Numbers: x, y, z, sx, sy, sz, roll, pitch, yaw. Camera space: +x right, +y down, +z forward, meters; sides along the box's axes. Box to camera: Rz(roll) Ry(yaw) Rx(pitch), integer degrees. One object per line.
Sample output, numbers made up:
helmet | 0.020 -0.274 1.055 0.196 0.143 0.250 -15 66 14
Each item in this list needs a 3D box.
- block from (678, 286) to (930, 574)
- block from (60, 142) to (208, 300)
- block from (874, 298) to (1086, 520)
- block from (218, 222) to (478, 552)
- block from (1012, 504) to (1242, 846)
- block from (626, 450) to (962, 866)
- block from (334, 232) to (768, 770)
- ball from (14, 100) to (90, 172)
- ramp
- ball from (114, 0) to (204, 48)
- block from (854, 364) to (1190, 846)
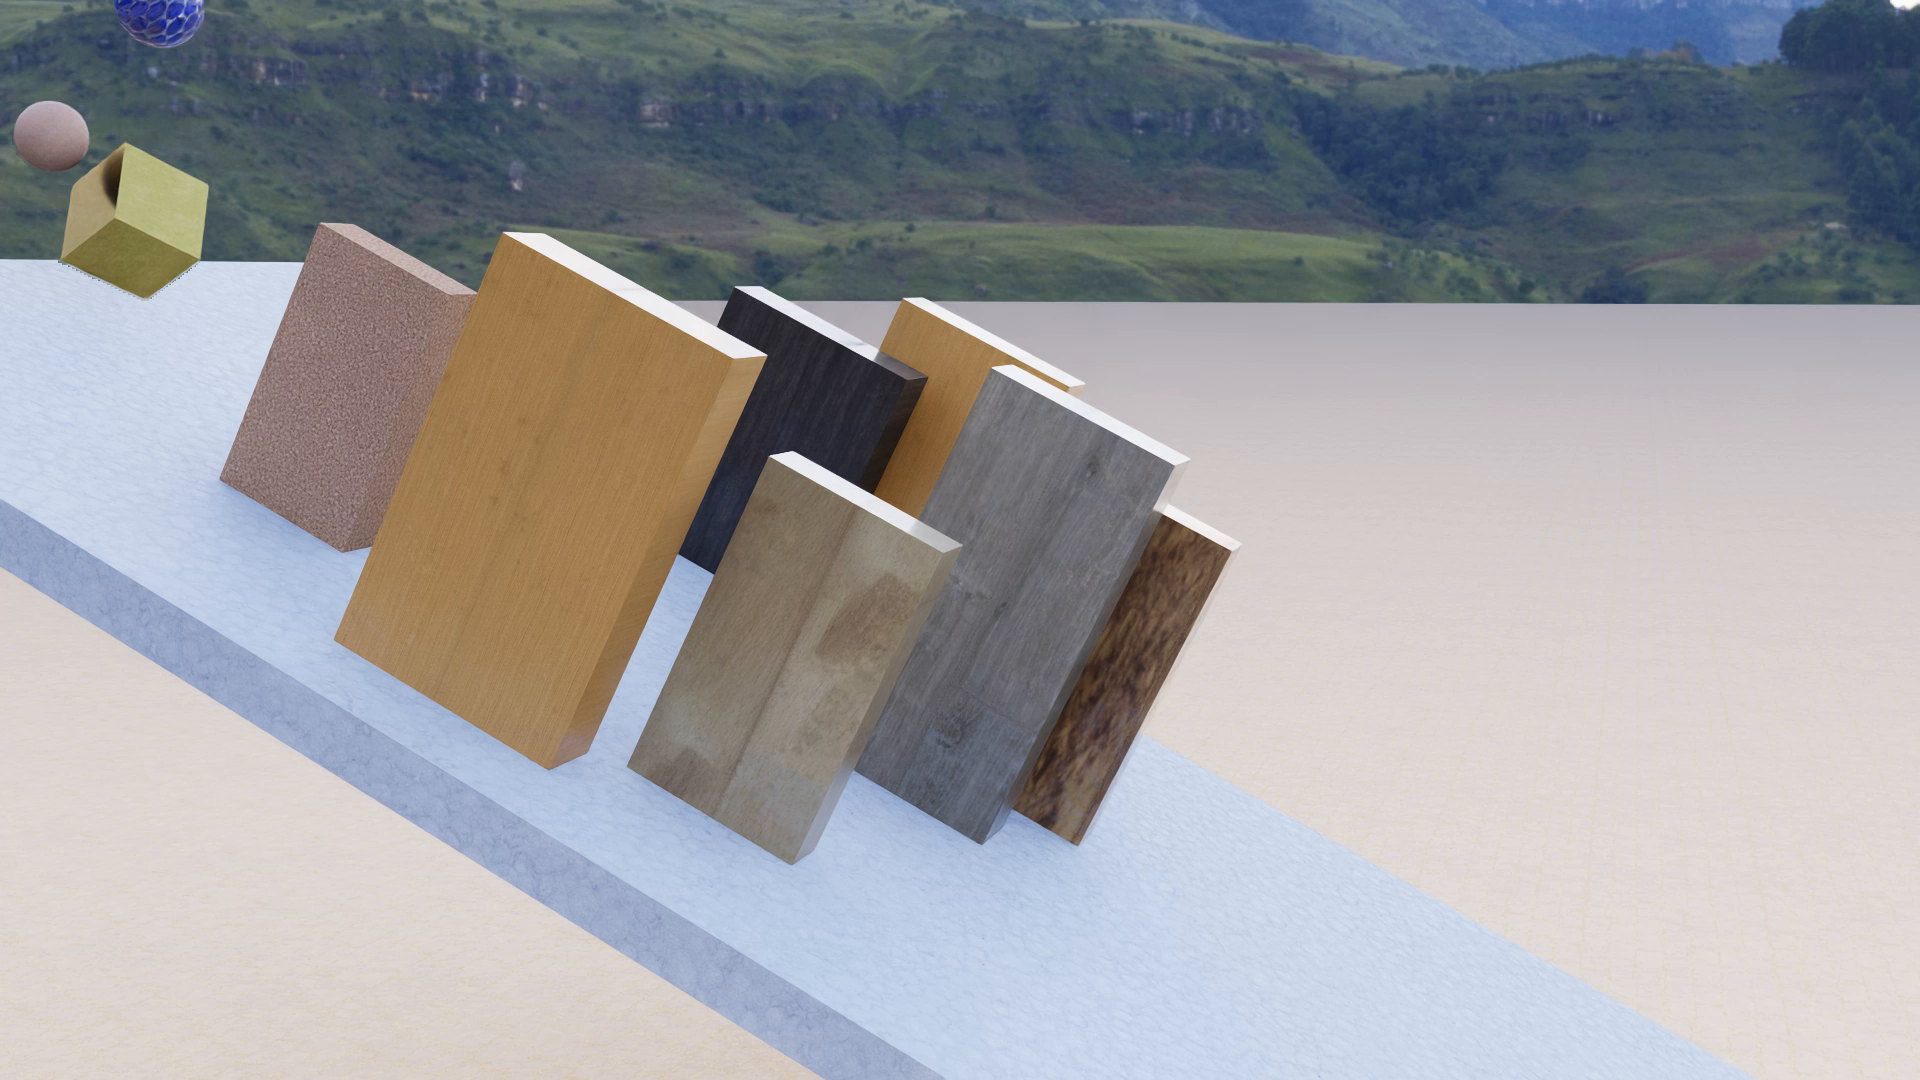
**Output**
block | -0.389 -0.188 4.684 0.425 0.570 0.145 29 14 12
block | -1.685 -0.650 4.496 0.192 0.192 0.192 -26 -35 32
block | -0.070 -0.131 4.812 0.413 0.681 0.141 29 14 12
block | -1.080 -0.269 3.879 0.276 0.504 0.105 29 14 12
block | 0.206 0.200 4.172 0.397 0.641 0.111 29 14 12
block | -0.268 0.188 3.512 0.319 0.571 0.102 29 14 12
block | -0.647 -0.062 3.441 0.421 0.718 0.133 29 14 12
ball | -1.830 -0.813 4.430 0.142 0.142 0.142 0 7 0
ramp | -0.243 0.409 4.159 4.000 0.100 2.000 29 14 12
ball | -1.677 -1.122 4.610 0.179 0.179 0.179 0 7 0
block | 0.067 0.116 3.954 0.366 0.773 0.138 29 14 12
